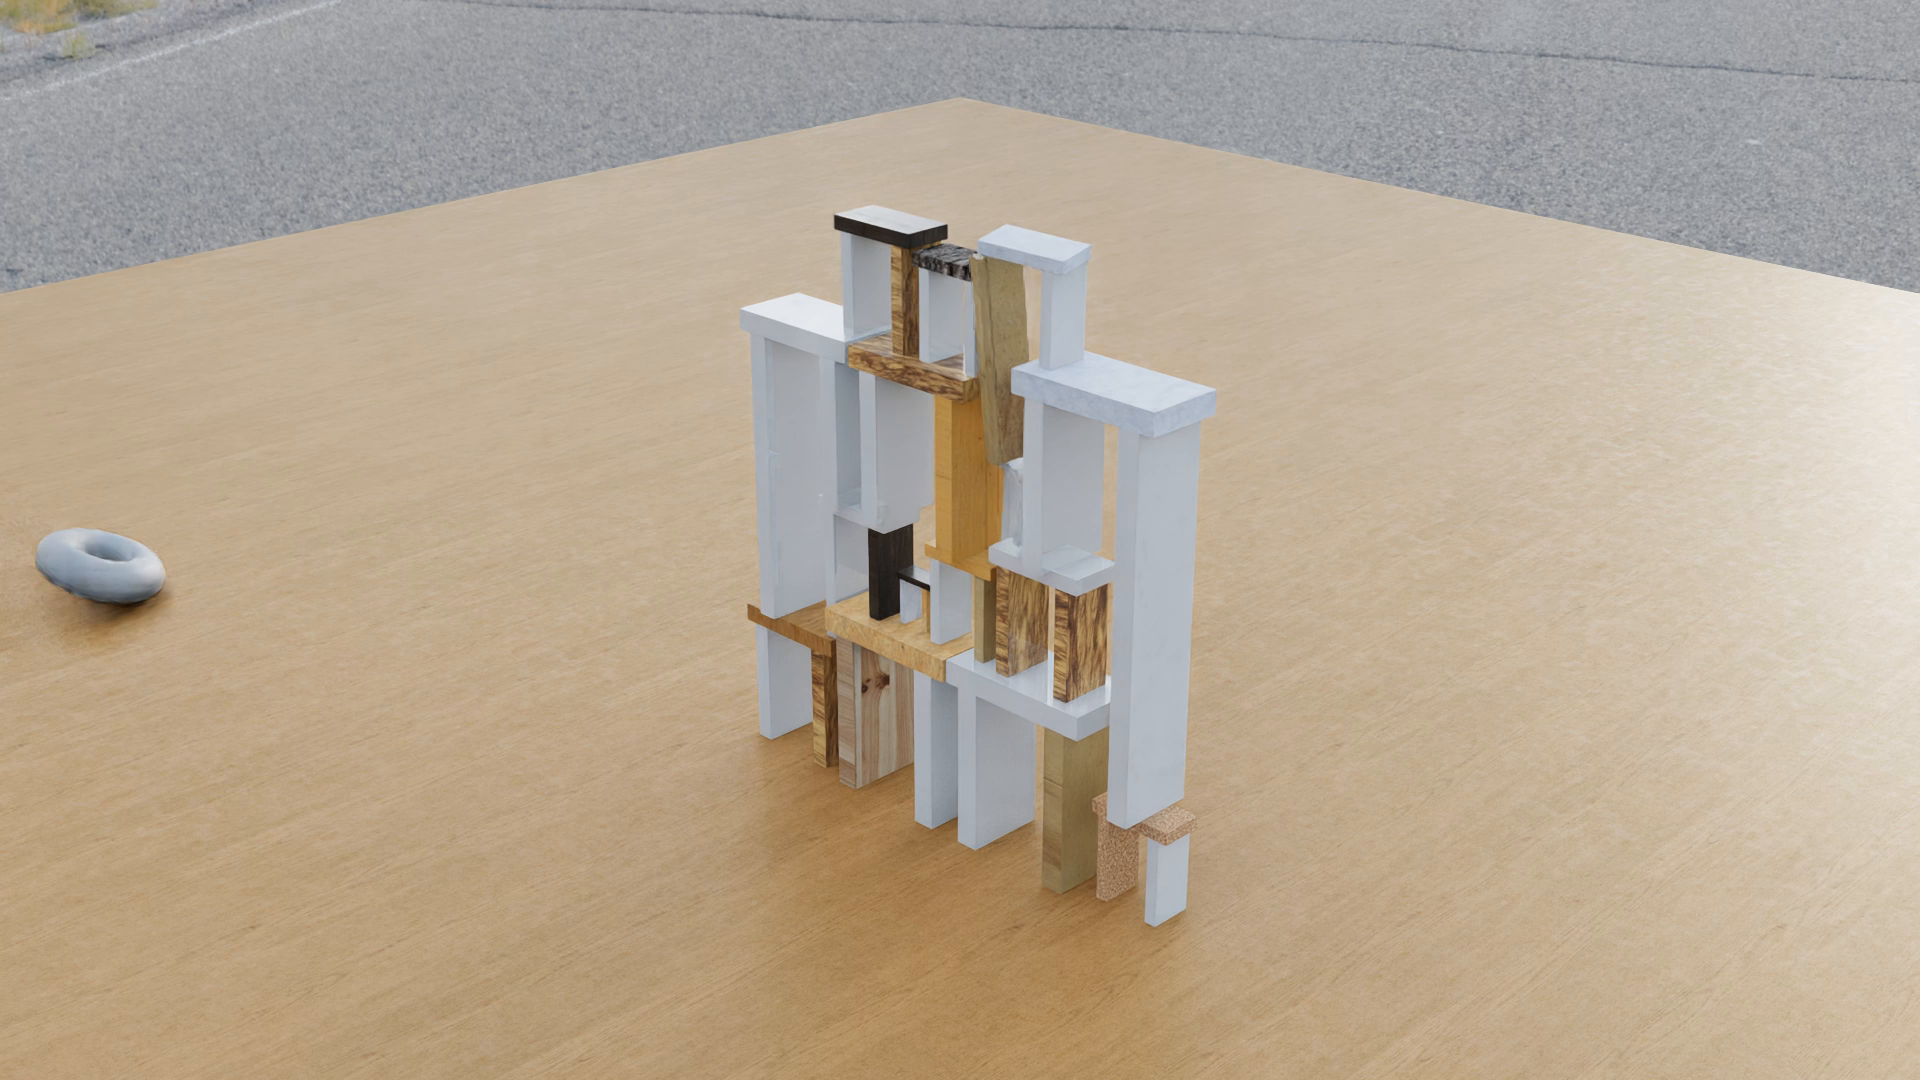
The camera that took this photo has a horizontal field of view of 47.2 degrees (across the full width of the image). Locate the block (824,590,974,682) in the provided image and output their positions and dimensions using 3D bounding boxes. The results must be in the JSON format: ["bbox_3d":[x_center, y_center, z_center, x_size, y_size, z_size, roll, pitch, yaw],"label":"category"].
[{"bbox_3d":[-0.094,0.183,4.399,0.339,0.048,0.170,21,31,41],"label":"block"}]

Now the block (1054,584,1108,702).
[{"bbox_3d":[0.223,0.179,4.060,0.111,0.222,0.031,-21,31,-41],"label":"block"}]

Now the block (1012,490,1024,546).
[{"bbox_3d":[0.137,-0.046,4.063,0.060,0.120,0.017,-6,33,-28],"label":"block"}]

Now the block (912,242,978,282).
[{"bbox_3d":[0.007,-0.503,4.001,0.090,0.025,0.179,-21,31,-40],"label":"block"}]

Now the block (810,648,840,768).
[{"bbox_3d":[-0.248,0.334,4.632,0.038,0.266,0.133,21,31,41],"label":"block"}]

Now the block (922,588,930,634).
[{"bbox_3d":[-0.053,0.133,4.336,0.013,0.094,0.047,21,31,41],"label":"block"}]

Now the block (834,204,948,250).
[{"bbox_3d":[-0.130,-0.587,4.119,0.203,0.029,0.102,21,31,41],"label":"block"}]

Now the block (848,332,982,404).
[{"bbox_3d":[-0.050,-0.330,4.140,0.306,0.043,0.153,21,31,40],"label":"block"}]

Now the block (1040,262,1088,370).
[{"bbox_3d":[0.181,-0.395,3.858,0.025,0.179,0.090,22,32,40],"label":"block"}]

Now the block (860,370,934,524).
[{"bbox_3d":[-0.122,-0.197,4.274,0.043,0.306,0.153,21,31,40],"label":"block"}]

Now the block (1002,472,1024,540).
[{"bbox_3d":[0.104,-0.050,4.146,0.017,0.171,0.060,16,25,34],"label":"block"}]

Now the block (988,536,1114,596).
[{"bbox_3d":[0.171,0.042,4.059,0.111,0.031,0.222,-21,31,-41],"label":"block"}]

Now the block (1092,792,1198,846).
[{"bbox_3d":[0.342,0.507,4.073,0.180,0.025,0.090,21,31,41],"label":"block"}]

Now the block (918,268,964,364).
[{"bbox_3d":[-0.035,-0.426,4.080,0.025,0.179,0.090,21,31,40],"label":"block"}]

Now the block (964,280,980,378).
[{"bbox_3d":[0.049,-0.392,4.002,0.025,0.179,0.090,21,31,40],"label":"block"}]

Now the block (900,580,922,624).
[{"bbox_3d":[-0.098,0.115,4.377,0.013,0.094,0.047,21,31,41],"label":"block"}]

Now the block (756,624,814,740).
[{"bbox_3d":[-0.373,0.285,4.748,0.038,0.266,0.133,21,31,41],"label":"block"}]

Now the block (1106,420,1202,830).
[{"bbox_3d":[0.343,0.145,3.913,0.047,0.765,0.164,21,31,41],"label":"block"}]

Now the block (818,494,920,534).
[{"bbox_3d":[-0.183,-0.065,4.388,0.194,0.028,0.097,21,31,41],"label":"block"}]

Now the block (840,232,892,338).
[{"bbox_3d":[-0.179,-0.500,4.210,0.029,0.203,0.102,20,30,40],"label":"block"}]

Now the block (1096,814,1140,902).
[{"bbox_3d":[0.299,0.585,4.152,0.025,0.180,0.090,21,31,41],"label":"block"}]

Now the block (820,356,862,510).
[{"bbox_3d":[-0.202,-0.228,4.341,0.044,0.311,0.155,21,31,40],"label":"block"}]

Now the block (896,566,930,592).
[{"bbox_3d":[-0.075,0.075,4.336,0.047,0.013,0.094,-21,31,-41],"label":"block"}]

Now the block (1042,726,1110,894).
[{"bbox_3d":[0.234,0.486,4.180,0.048,0.340,0.170,21,31,41],"label":"block"}]

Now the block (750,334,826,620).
[{"bbox_3d":[-0.348,-0.145,4.536,0.044,0.616,0.155,21,31,41],"label":"block"}]

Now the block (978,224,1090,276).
[{"bbox_3d":[0.129,-0.508,3.843,0.179,0.025,0.090,19,35,31],"label":"block"}]

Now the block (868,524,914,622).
[{"bbox_3d":[-0.137,0.055,4.390,0.097,0.194,0.028,-21,31,-41],"label":"block"}]

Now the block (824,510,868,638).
[{"bbox_3d":[-0.229,0.058,4.490,0.097,0.278,0.028,-21,31,-41],"label":"block"}]

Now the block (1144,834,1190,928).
[{"bbox_3d":[0.384,0.618,4.074,0.025,0.180,0.090,21,31,41],"label":"block"}]

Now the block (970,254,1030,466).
[{"bbox_3d":[0.080,-0.332,3.988,0.090,0.417,0.025,-18,34,-20],"label":"block"}]

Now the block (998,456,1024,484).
[{"bbox_3d":[0.120,-0.131,4.086,0.060,0.017,0.120,-3,22,-25],"label":"block"}]

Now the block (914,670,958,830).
[{"bbox_3d":[-0.014,0.392,4.401,0.048,0.339,0.170,21,31,41],"label":"block"}]

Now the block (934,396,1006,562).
[{"bbox_3d":[0.023,-0.133,4.146,0.043,0.324,0.153,21,31,41],"label":"block"}]

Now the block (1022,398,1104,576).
[{"bbox_3d":[0.188,-0.116,3.971,0.047,0.328,0.164,21,31,41],"label":"block"}]

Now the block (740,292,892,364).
[{"bbox_3d":[-0.275,-0.420,4.339,0.311,0.044,0.155,21,31,40],"label":"block"}]

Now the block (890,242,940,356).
[{"bbox_3d":[-0.081,-0.459,4.120,0.029,0.209,0.102,21,31,40],"label":"block"}]

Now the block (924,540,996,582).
[{"bbox_3d":[0.026,0.030,4.210,0.177,0.025,0.089,21,31,41],"label":"block"}]

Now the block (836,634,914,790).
[{"bbox_3d":[-0.174,0.330,4.549,0.048,0.339,0.170,21,31,41],"label":"block"}]

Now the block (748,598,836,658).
[{"bbox_3d":[-0.311,0.170,4.631,0.133,0.038,0.266,-21,31,-41],"label":"block"}]

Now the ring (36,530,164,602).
[{"bbox_3d":[-2.105,0.063,5.390,0.303,0.101,0.303,19,13,-5],"label":"ring"}]

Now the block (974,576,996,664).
[{"bbox_3d":[0.067,0.139,4.211,0.025,0.177,0.089,21,31,41],"label":"block"}]

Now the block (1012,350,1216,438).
[{"bbox_3d":[0.265,-0.259,3.826,0.328,0.047,0.164,21,31,40],"label":"block"}]

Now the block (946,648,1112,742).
[{"bbox_3d":[0.153,0.276,4.178,0.170,0.048,0.340,-21,31,-41],"label":"block"}]

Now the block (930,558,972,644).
[{"bbox_3d":[-0.017,0.107,4.288,0.089,0.178,0.025,-21,31,-41],"label":"block"}]

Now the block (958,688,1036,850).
[{"bbox_3d":[0.073,0.423,4.327,0.048,0.340,0.170,21,31,41],"label":"block"}]

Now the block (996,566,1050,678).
[{"bbox_3d":[0.118,0.138,4.157,0.111,0.222,0.031,-21,31,-41],"label":"block"}]
